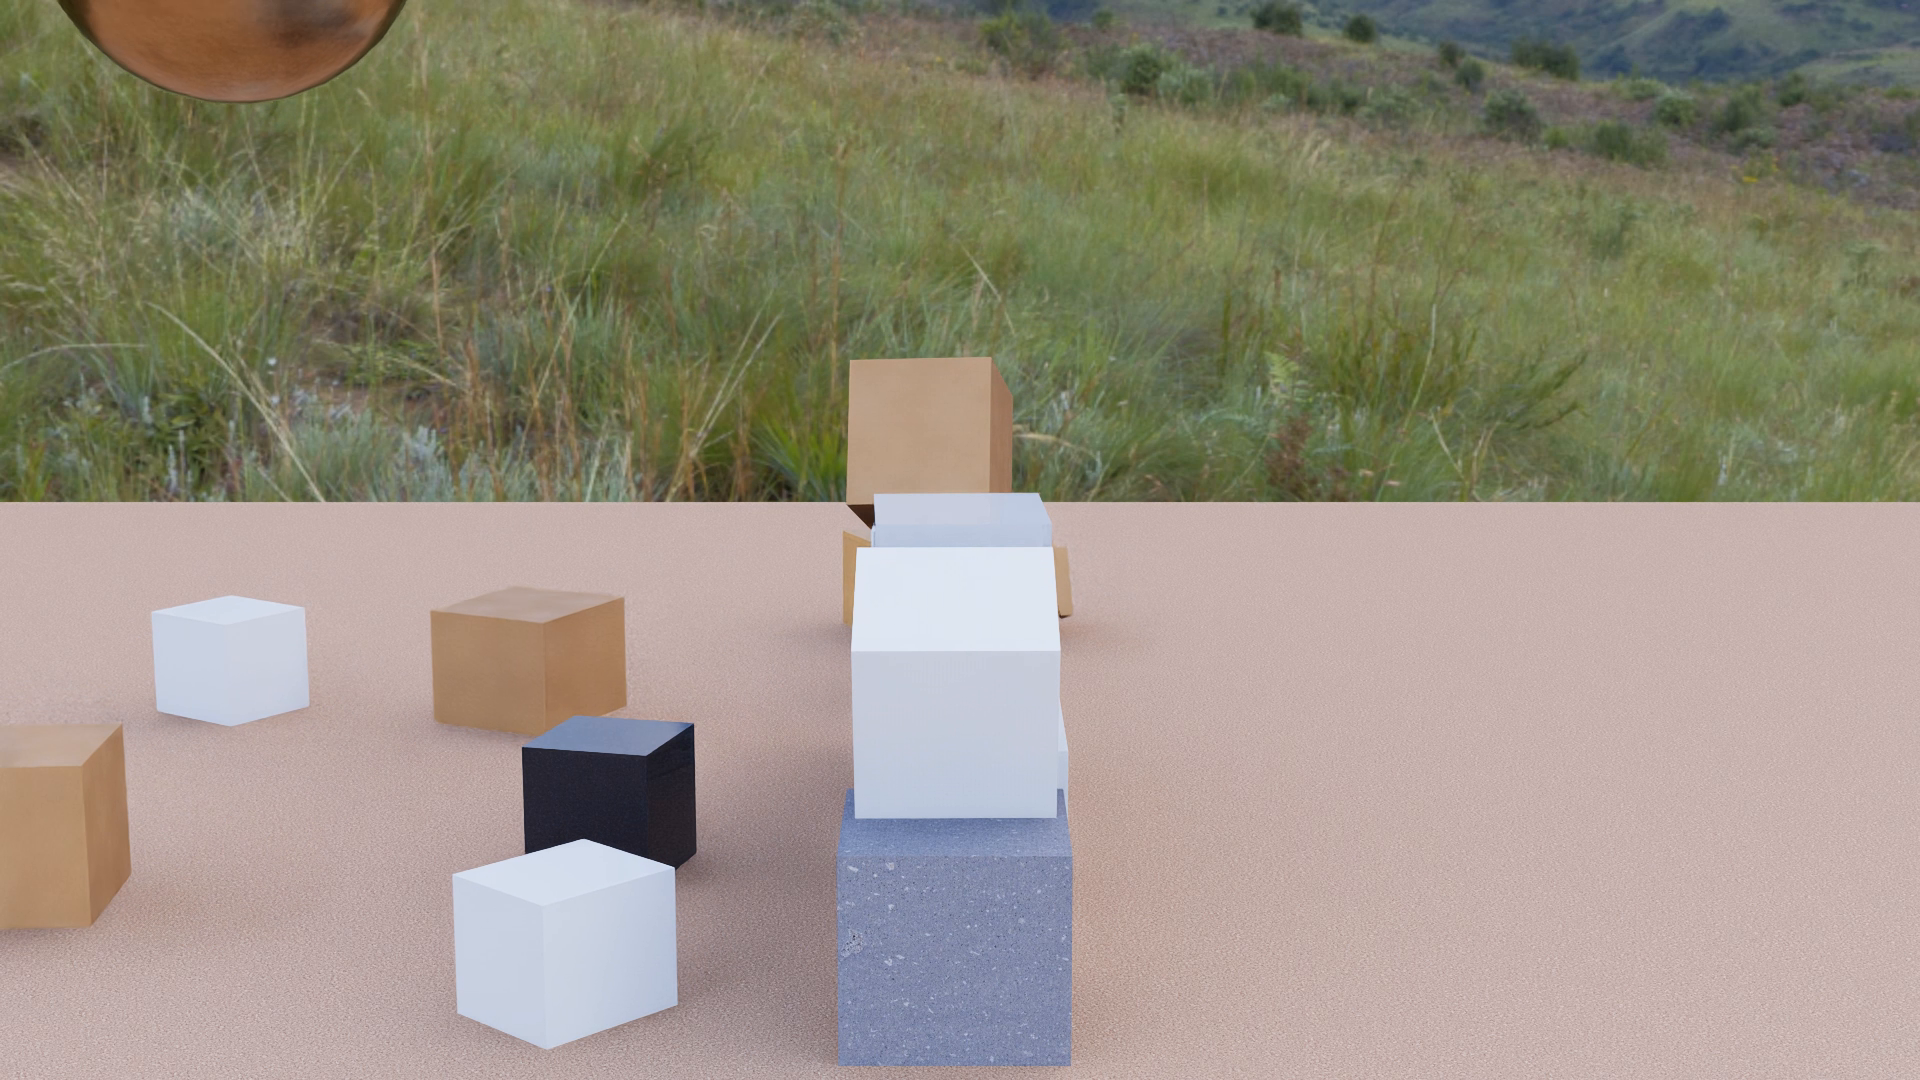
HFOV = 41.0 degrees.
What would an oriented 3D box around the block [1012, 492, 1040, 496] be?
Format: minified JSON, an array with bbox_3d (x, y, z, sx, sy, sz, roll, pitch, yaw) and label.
[{"bbox_3d":[0.002,0.164,12.809,0.782,0.726,0.752,0,7,3],"label":"block"}]

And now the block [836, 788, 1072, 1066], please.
[{"bbox_3d":[-0.019,1.423,9.553,0.834,0.782,0.869,0,10,0],"label":"block"}]

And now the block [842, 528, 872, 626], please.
[{"bbox_3d":[-0.255,0.272,16.368,0.742,0.609,0.770,-5,11,-25],"label":"block"}]

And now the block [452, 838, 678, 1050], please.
[{"bbox_3d":[-1.491,1.515,9.707,0.543,0.546,0.626,9,14,42],"label":"block"}]

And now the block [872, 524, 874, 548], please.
[{"bbox_3d":[-0.043,0.300,11.287,0.654,0.812,0.740,0,10,1],"label":"block"}]

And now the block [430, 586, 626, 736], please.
[{"bbox_3d":[-2.380,0.657,14.204,0.742,0.625,0.778,5,11,26],"label":"block"}]

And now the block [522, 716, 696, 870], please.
[{"bbox_3d":[-1.557,1.165,11.453,0.581,0.610,0.583,3,11,15],"label":"block"}]

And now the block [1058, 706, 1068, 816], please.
[{"bbox_3d":[0.007,1.196,10.391,0.820,0.928,0.842,0,10,0],"label":"block"}]

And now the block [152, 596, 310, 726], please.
[{"bbox_3d":[-4.070,0.666,14.322,0.614,0.565,0.557,7,12,34],"label":"block"}]

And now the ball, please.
[{"bbox_3d":[-3.047,-2.630,10.702,1.600,1.600,1.600,0,10,0],"label":"ball"}]

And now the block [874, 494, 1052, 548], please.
[{"bbox_3d":[-0.001,0.283,10.477,0.691,0.836,0.748,0,10,-2],"label":"block"}]

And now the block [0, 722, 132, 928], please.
[{"bbox_3d":[-4.008,1.213,10.962,0.713,0.692,0.712,-1,10,-5],"label":"block"}]

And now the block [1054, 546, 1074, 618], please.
[{"bbox_3d":[0.412,0.296,16.395,0.448,0.436,0.477,-3,-5,-19],"label":"block"}]

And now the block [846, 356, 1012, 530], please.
[{"bbox_3d":[-0.130,-0.427,12.027,0.654,0.677,0.760,-1,-11,9],"label":"block"}]

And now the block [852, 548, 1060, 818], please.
[{"bbox_3d":[-0.017,0.530,9.651,0.747,0.735,0.734,0,30,0],"label":"block"}]
